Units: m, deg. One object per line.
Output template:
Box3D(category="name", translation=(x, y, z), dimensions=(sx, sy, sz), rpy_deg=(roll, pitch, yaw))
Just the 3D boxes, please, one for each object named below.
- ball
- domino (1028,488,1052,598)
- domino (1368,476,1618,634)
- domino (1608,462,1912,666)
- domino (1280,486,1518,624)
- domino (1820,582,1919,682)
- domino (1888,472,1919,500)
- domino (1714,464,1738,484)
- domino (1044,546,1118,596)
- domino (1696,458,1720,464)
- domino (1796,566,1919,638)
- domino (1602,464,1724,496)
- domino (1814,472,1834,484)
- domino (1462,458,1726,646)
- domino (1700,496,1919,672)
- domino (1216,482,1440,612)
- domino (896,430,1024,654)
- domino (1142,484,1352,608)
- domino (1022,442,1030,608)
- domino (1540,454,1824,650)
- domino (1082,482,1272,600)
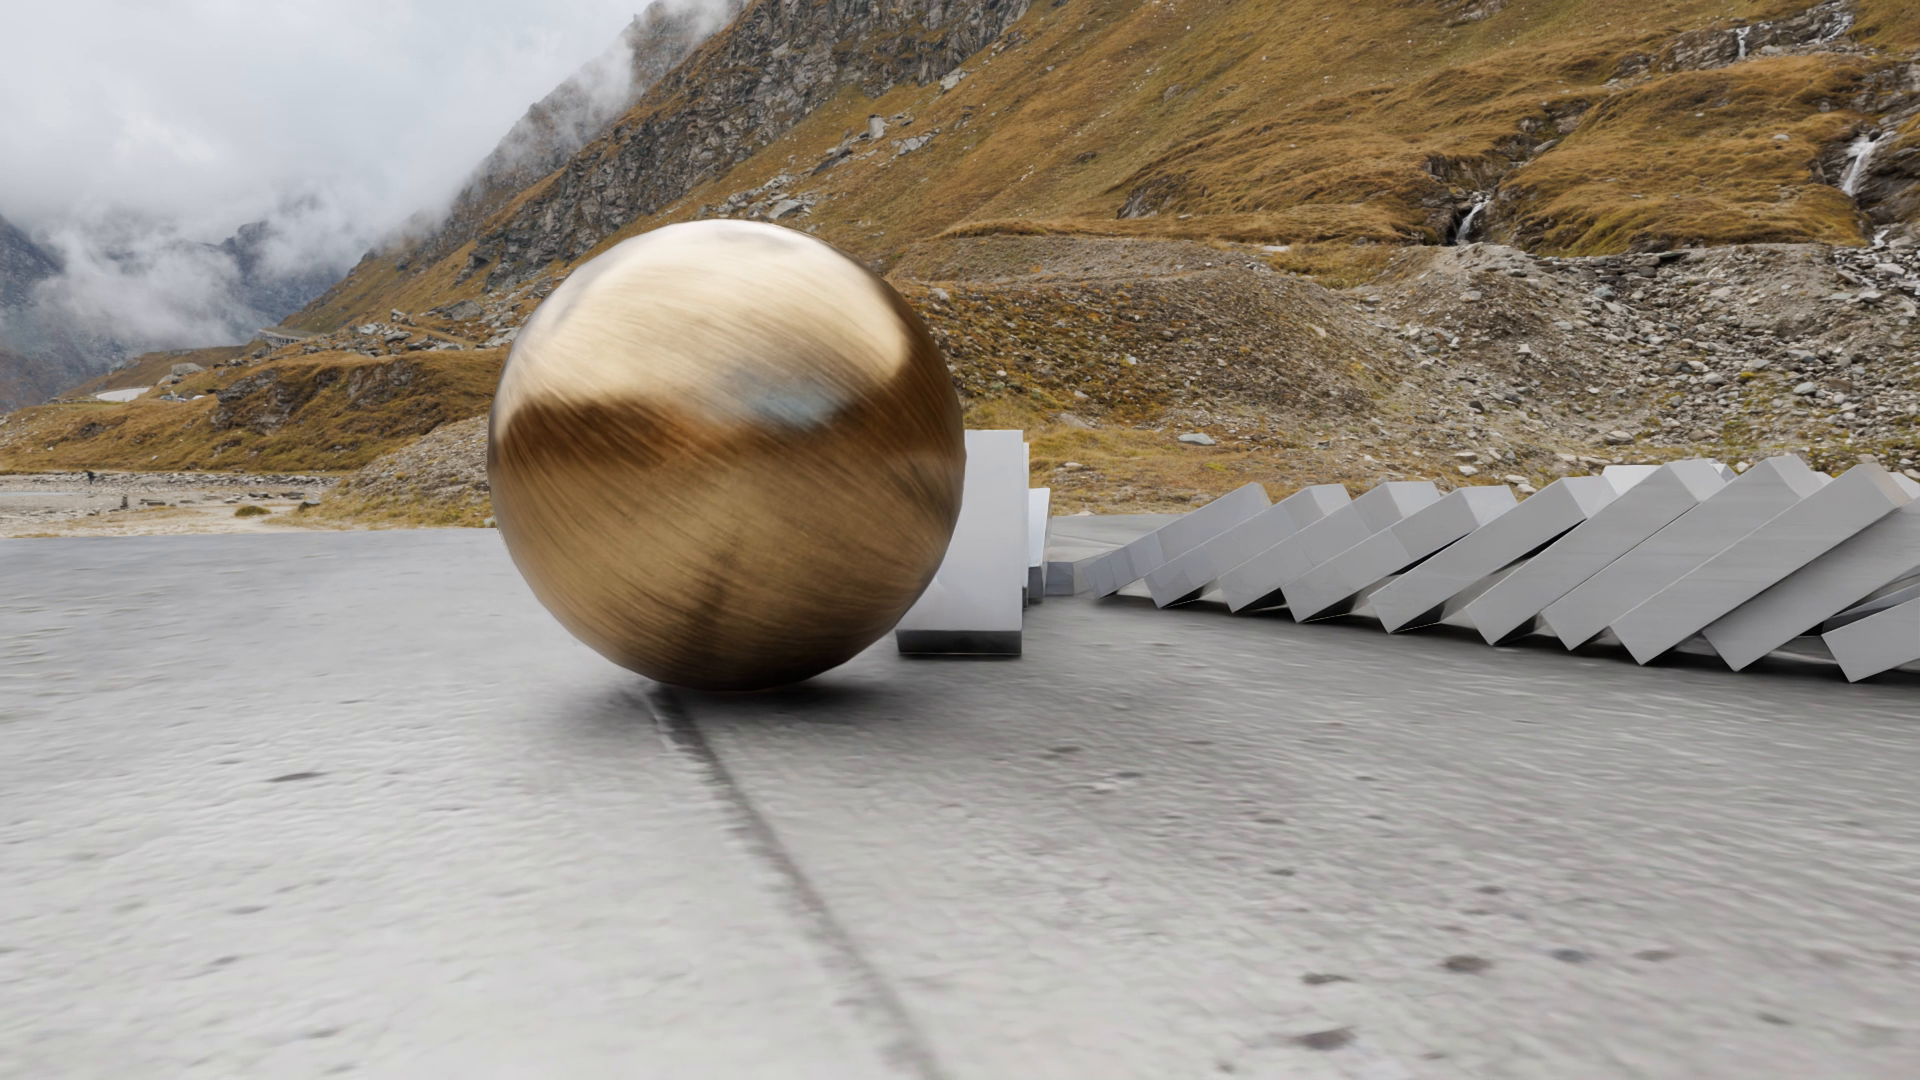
Box3D(category="ball", translation=(-0.039, -0.014, 0.221), dimensions=(0.080, 0.080, 0.080), rpy_deg=(0, 4, 0))
Box3D(category="domino", translation=(0.012, 0.000, 0.365), dimensions=(0.025, 0.009, 0.050), rpy_deg=(-3, 26, 8))
Box3D(category="domino", translation=(0.118, 0.004, 0.282), dimensions=(0.025, 0.009, 0.050), rpy_deg=(-4, -28, -44))
Box3D(category="domino", translation=(0.151, 0.005, 0.243), dimensions=(0.025, 0.009, 0.050), rpy_deg=(-5, -33, -48))
Box3D(category="domino", translation=(0.102, 0.004, 0.298), dimensions=(0.025, 0.010, 0.050), rpy_deg=(-4, -24, -44))
Box3D(category="domino", translation=(0.182, 0.009, 0.226), dimensions=(0.050, 0.009, 0.025), rpy_deg=(-33, -15, 33))
Box3D(category="domino", translation=(0.251, 0.001, 0.322), dimensions=(0.025, 0.010, 0.050), rpy_deg=(-3, 37, -34))
Box3D(category="domino", translation=(0.192, 0.000, 0.320), dimensions=(0.050, 0.009, 0.025), rpy_deg=(36, -12, -19))
Box3D(category="domino", translation=(0.029, 0.009, 0.387), dimensions=(0.025, 0.009, 0.050), rpy_deg=(2, 5, 21))
Box3D(category="domino", translation=(0.214, -0.002, 0.337), dimensions=(0.050, 0.009, 0.025), rpy_deg=(41, 16, 14))
Box3D(category="domino", translation=(0.189, 0.008, 0.262), dimensions=(0.025, 0.009, 0.050), rpy_deg=(-1, -21, -15))
Box3D(category="domino", translation=(0.178, 0.000, 0.310), dimensions=(0.050, 0.009, 0.025), rpy_deg=(39, -18, -28))
Box3D(category="domino", translation=(0.239, 0.000, 0.335), dimensions=(0.025, 0.009, 0.050), rpy_deg=(-3, 38, -34))
Box3D(category="domino", translation=(0.132, 0.003, 0.266), dimensions=(0.025, 0.009, 0.050), rpy_deg=(-6, -32, -45))
Box3D(category="domino", translation=(0.165, 0.005, 0.235), dimensions=(0.025, 0.009, 0.050), rpy_deg=(-5, -33, -47))
Box3D(category="domino", translation=(0.090, 0.002, 0.311), dimensions=(0.025, 0.009, 0.050), rpy_deg=(-3, -25, -46))
Box3D(category="domino", translation=(0.001, 0.000, 0.270), dimensions=(0.025, 0.050, 0.009), rpy_deg=(0, -33, 3))
Box3D(category="domino", translation=(0.074, 0.002, 0.329), dimensions=(0.050, 0.009, 0.025), rpy_deg=(-32, -14, 32))
Box3D(category="domino", translation=(0.006, -0.005, 0.344), dimensions=(0.025, 0.050, 0.009), rpy_deg=(0, -39, 3))
Box3D(category="domino", translation=(0.143, 0.003, 0.253), dimensions=(0.025, 0.010, 0.050), rpy_deg=(-6, -32, -46))
Box3D(category="domino", translation=(0.059, 0.000, 0.345), dimensions=(0.050, 0.010, 0.025), rpy_deg=(-28, -7, 17))
